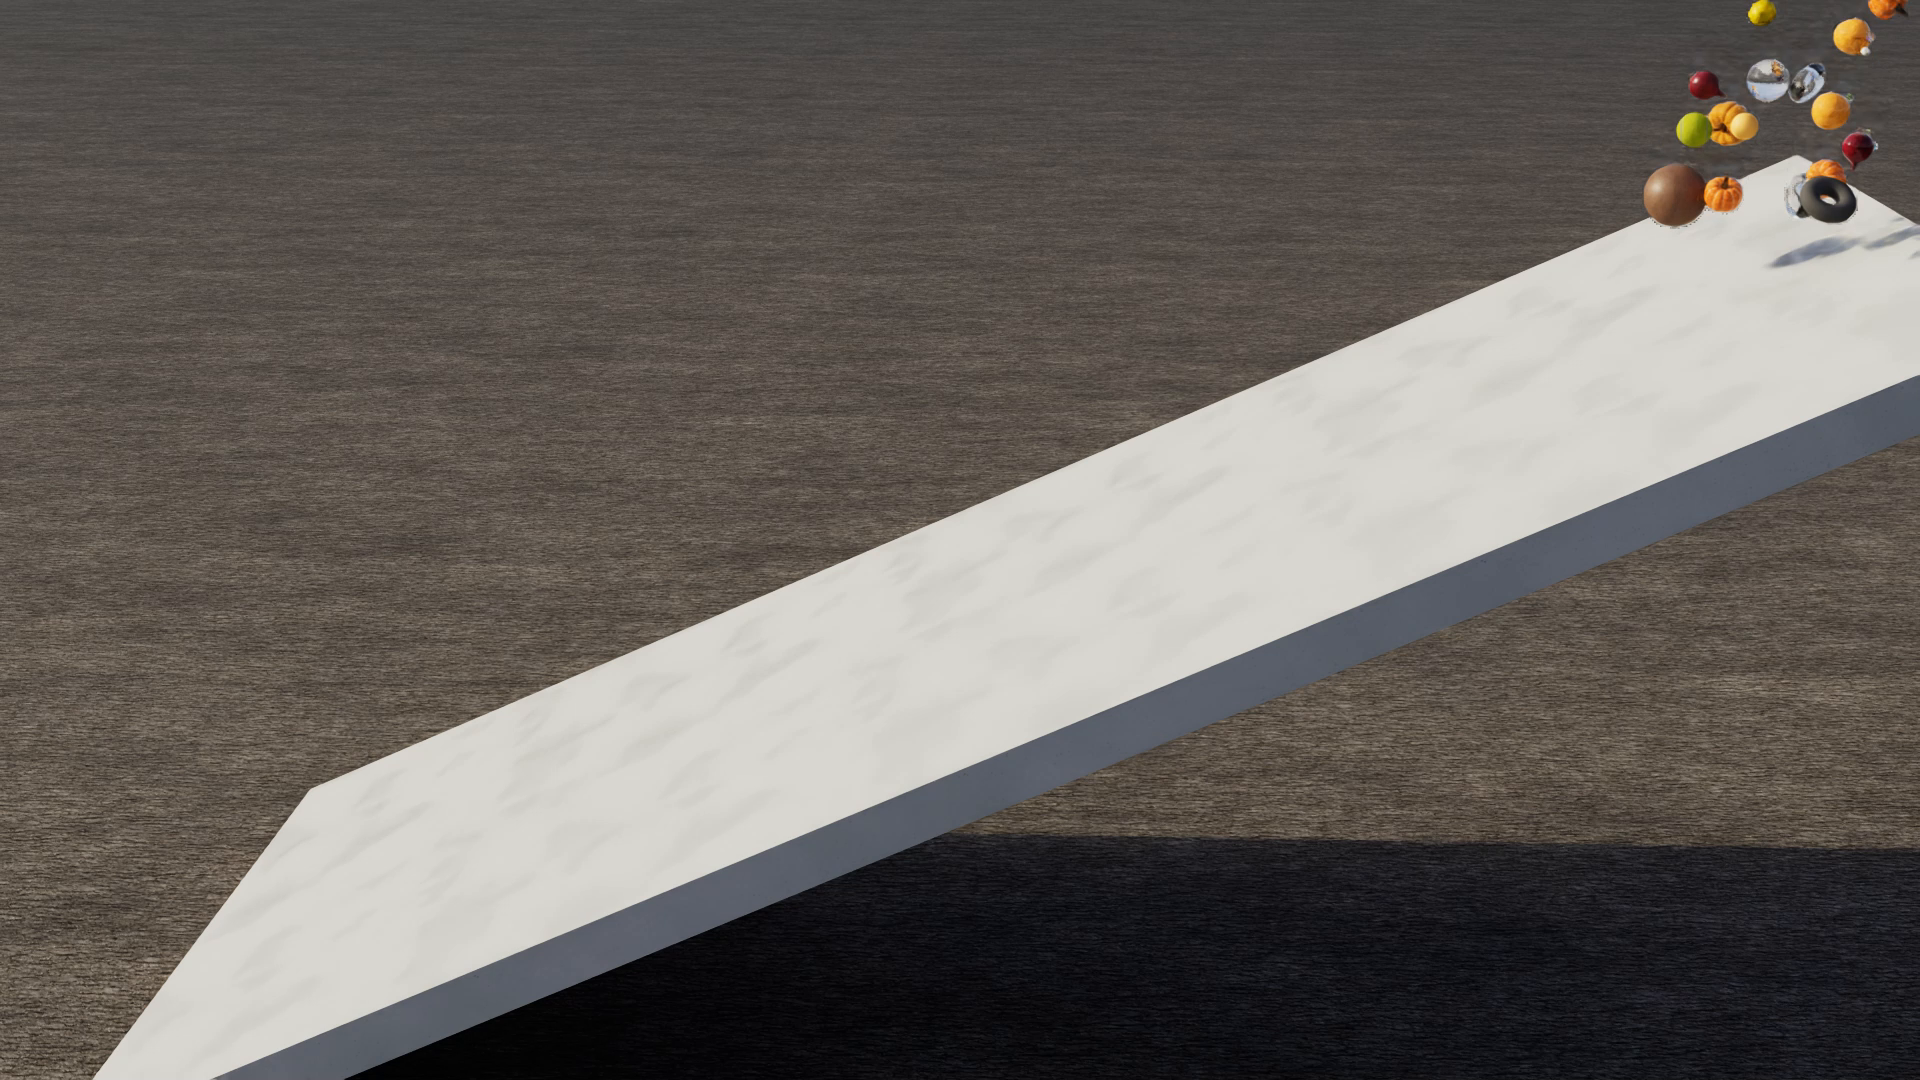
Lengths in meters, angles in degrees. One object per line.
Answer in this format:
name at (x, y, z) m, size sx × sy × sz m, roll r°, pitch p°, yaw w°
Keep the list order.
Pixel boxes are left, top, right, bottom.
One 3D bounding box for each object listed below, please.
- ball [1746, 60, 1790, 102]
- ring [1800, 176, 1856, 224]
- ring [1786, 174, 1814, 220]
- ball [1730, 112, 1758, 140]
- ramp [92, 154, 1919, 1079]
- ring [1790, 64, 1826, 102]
ball at (1.566, -0.891, 5.699) m, size 0.081 × 0.081 × 0.081 m, roll 0°, pitch 15°, yaw 0°
ring at (1.691, -0.663, 5.729) m, size 0.110 × 0.037 × 0.110 m, roll 4°, pitch 54°, yaw -5°
ring at (1.690, -0.688, 5.898) m, size 0.032 × 0.095 × 0.095 m, roll 5°, pitch 13°, yaw -18°
ball at (1.574, -0.830, 5.901) m, size 0.055 × 0.055 × 0.055 m, roll 0°, pitch 15°, yaw 0°
ramp at (0.133, 0.170, 6.284) m, size 4.000 × 0.100 × 2.000 m, roll -23°, pitch 13°, yaw 8°
ring at (1.654, -0.891, 5.736) m, size 0.087 × 0.087 × 0.029 m, roll -13°, pitch 49°, yaw -39°
